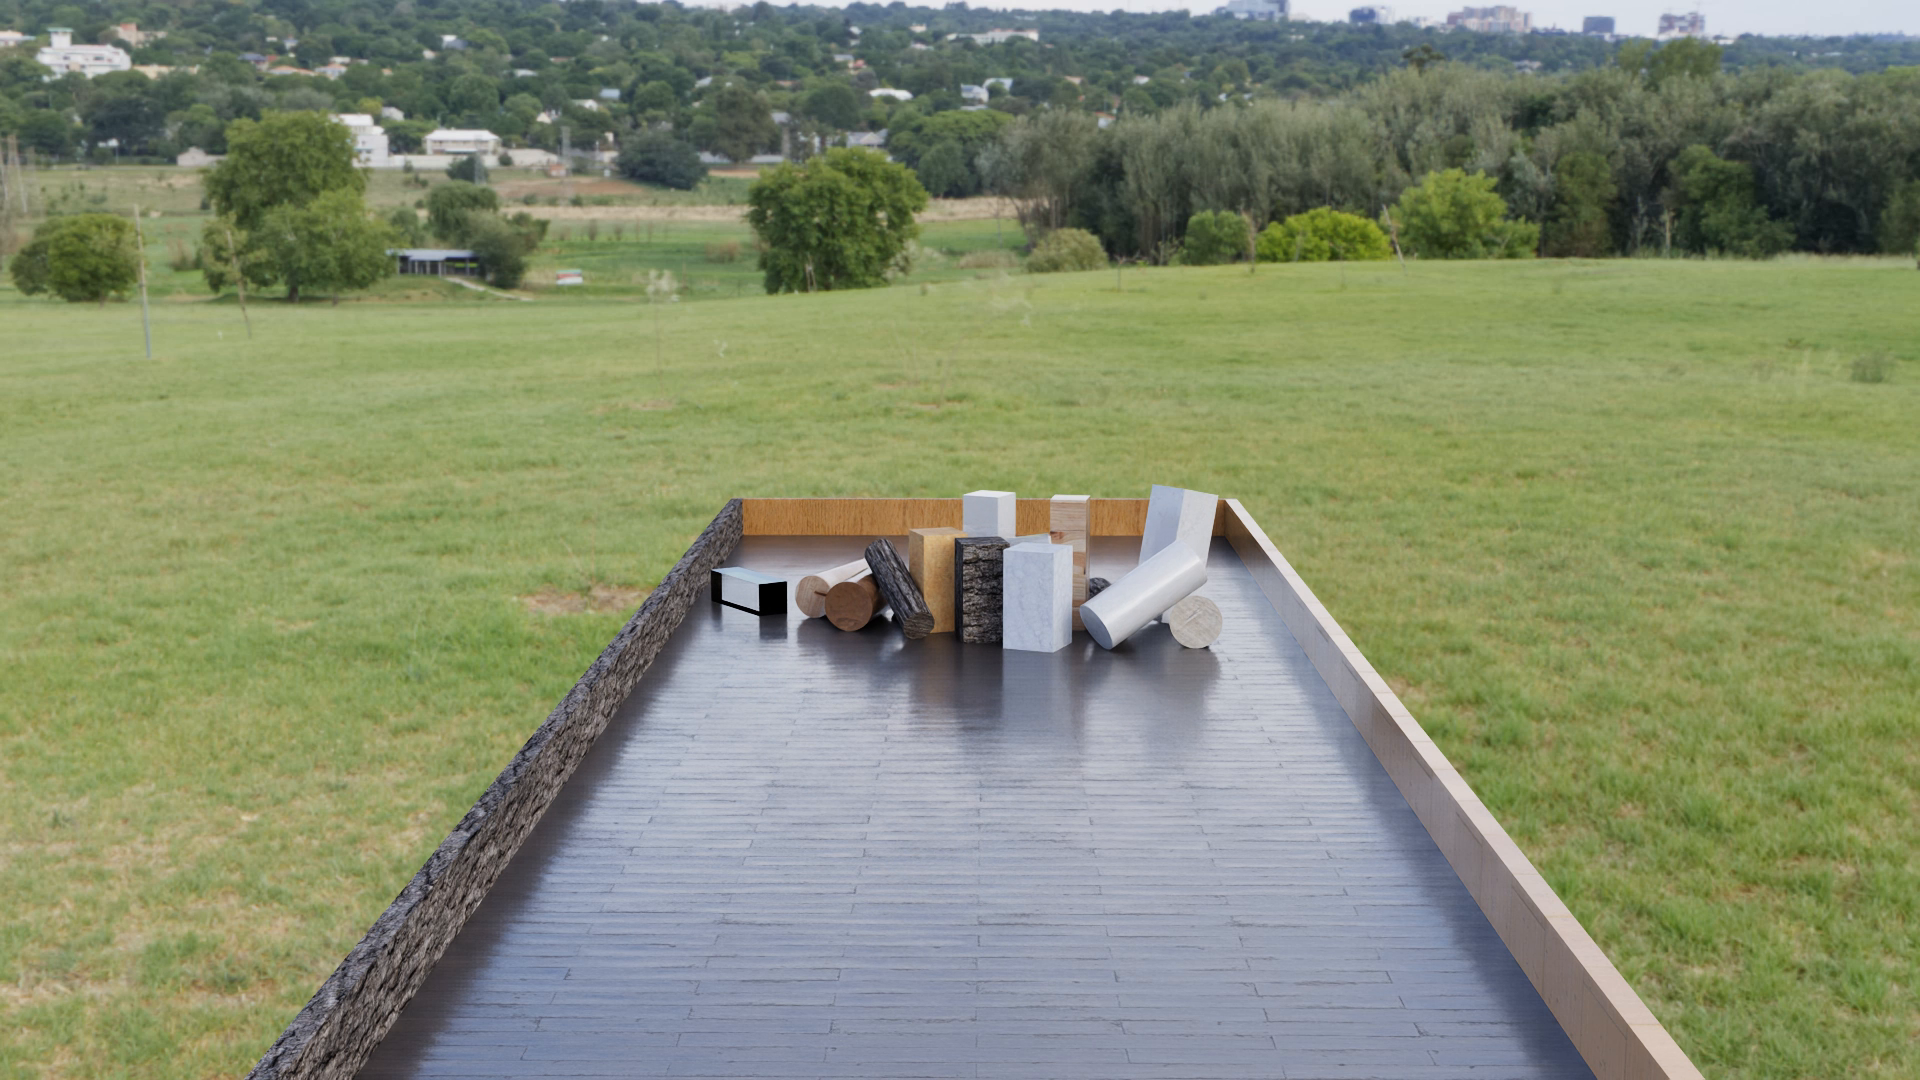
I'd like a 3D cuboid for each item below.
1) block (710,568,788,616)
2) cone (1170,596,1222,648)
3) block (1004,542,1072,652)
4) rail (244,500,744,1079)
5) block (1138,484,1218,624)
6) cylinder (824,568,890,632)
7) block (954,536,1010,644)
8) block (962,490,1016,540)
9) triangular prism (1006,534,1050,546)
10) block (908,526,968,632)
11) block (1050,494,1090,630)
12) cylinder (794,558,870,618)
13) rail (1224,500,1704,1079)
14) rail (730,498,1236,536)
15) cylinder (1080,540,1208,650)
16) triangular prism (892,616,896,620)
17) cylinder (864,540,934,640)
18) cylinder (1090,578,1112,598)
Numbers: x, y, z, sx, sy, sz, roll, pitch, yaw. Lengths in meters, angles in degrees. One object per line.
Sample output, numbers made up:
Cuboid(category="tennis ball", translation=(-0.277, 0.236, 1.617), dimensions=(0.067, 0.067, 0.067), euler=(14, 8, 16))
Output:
Cuboid(category="block", translation=(-0.726, 0.175, 7.553), dimensions=(0.110, 0.110, 0.343), euler=(-6, 11, -34))
Cuboid(category="cone", translation=(0.758, 0.271, 7.047), dimensions=(0.165, 0.165, 0.334), euler=(1, -5, 7))
Cuboid(category="block", translation=(0.244, 0.178, 6.893), dimensions=(0.167, 0.311, 0.167), euler=(4, 10, 23))
Cuboid(category="rail", translation=(-1.004, 0.839, 3.234), dimensions=(0.050, 0.150, 12.000), euler=(0, 9, 1))
Cuboid(category="block", translation=(0.702, 0.051, 7.217), dimensions=(0.154, 0.438, 0.154), euler=(9, 2, -39))
Cuboid(category="cylinder", translation=(-0.324, 0.192, 7.276), dimensions=(0.163, 0.163, 0.301), euler=(2, 9, 14))
Cuboid(category="block", translation=(0.070, 0.158, 7.008), dimensions=(0.150, 0.315, 0.150), euler=(-2, 9, -10))
Cuboid(category="block", translation=(0.095, 0.066, 7.192), dimensions=(0.127, 0.438, 0.127), euler=(5, 10, 27))
Cuboid(category="triangular prism", translation=(0.261, 0.142, 7.066), dimensions=(0.156, 0.317, 0.135), euler=(-2, 5, 29))
Cuboid(category="block", translation=(-0.071, 0.129, 7.177), dimensions=(0.150, 0.318, 0.150), euler=(-3, 10, -20))
Cuboid(category="block", translation=(0.359, 0.073, 7.183), dimensions=(0.117, 0.428, 0.117), euler=(2, 9, 10))
Cuboid(category="cylinder", translation=(-0.405, 0.162, 7.531), dimensions=(0.144, 0.144, 0.396), euler=(4, 10, 25))
Cuboid(category="rail", translation=(1.046, 0.843, 3.208), dimensions=(0.050, 0.150, 12.000), euler=(0, 9, 1))
Cuboid(category="rail", translation=(0.099, -0.098, 9.147), dimensions=(2.100, 0.150, 0.050), euler=(0, 9, 1))
Cuboid(category="cylinder", translation=(0.575, 0.171, 6.889), dimensions=(0.383, 0.164, 0.164), euler=(-33, 21, -17))
Cuboid(category="triangular prism", translation=(-0.112, 0.192, 7.493), dimensions=(0.105, 0.091, 0.422), euler=(3, 10, 19))
Cuboid(category="cylinder", translation=(-0.199, 0.157, 7.156), dimensions=(0.106, 0.106, 0.430), euler=(-3, 33, -20))
Cuboid(category="cylinder", translation=(0.487, 0.220, 7.242), dimensions=(0.119, 0.119, 0.449), euler=(-1, 9, -6))
